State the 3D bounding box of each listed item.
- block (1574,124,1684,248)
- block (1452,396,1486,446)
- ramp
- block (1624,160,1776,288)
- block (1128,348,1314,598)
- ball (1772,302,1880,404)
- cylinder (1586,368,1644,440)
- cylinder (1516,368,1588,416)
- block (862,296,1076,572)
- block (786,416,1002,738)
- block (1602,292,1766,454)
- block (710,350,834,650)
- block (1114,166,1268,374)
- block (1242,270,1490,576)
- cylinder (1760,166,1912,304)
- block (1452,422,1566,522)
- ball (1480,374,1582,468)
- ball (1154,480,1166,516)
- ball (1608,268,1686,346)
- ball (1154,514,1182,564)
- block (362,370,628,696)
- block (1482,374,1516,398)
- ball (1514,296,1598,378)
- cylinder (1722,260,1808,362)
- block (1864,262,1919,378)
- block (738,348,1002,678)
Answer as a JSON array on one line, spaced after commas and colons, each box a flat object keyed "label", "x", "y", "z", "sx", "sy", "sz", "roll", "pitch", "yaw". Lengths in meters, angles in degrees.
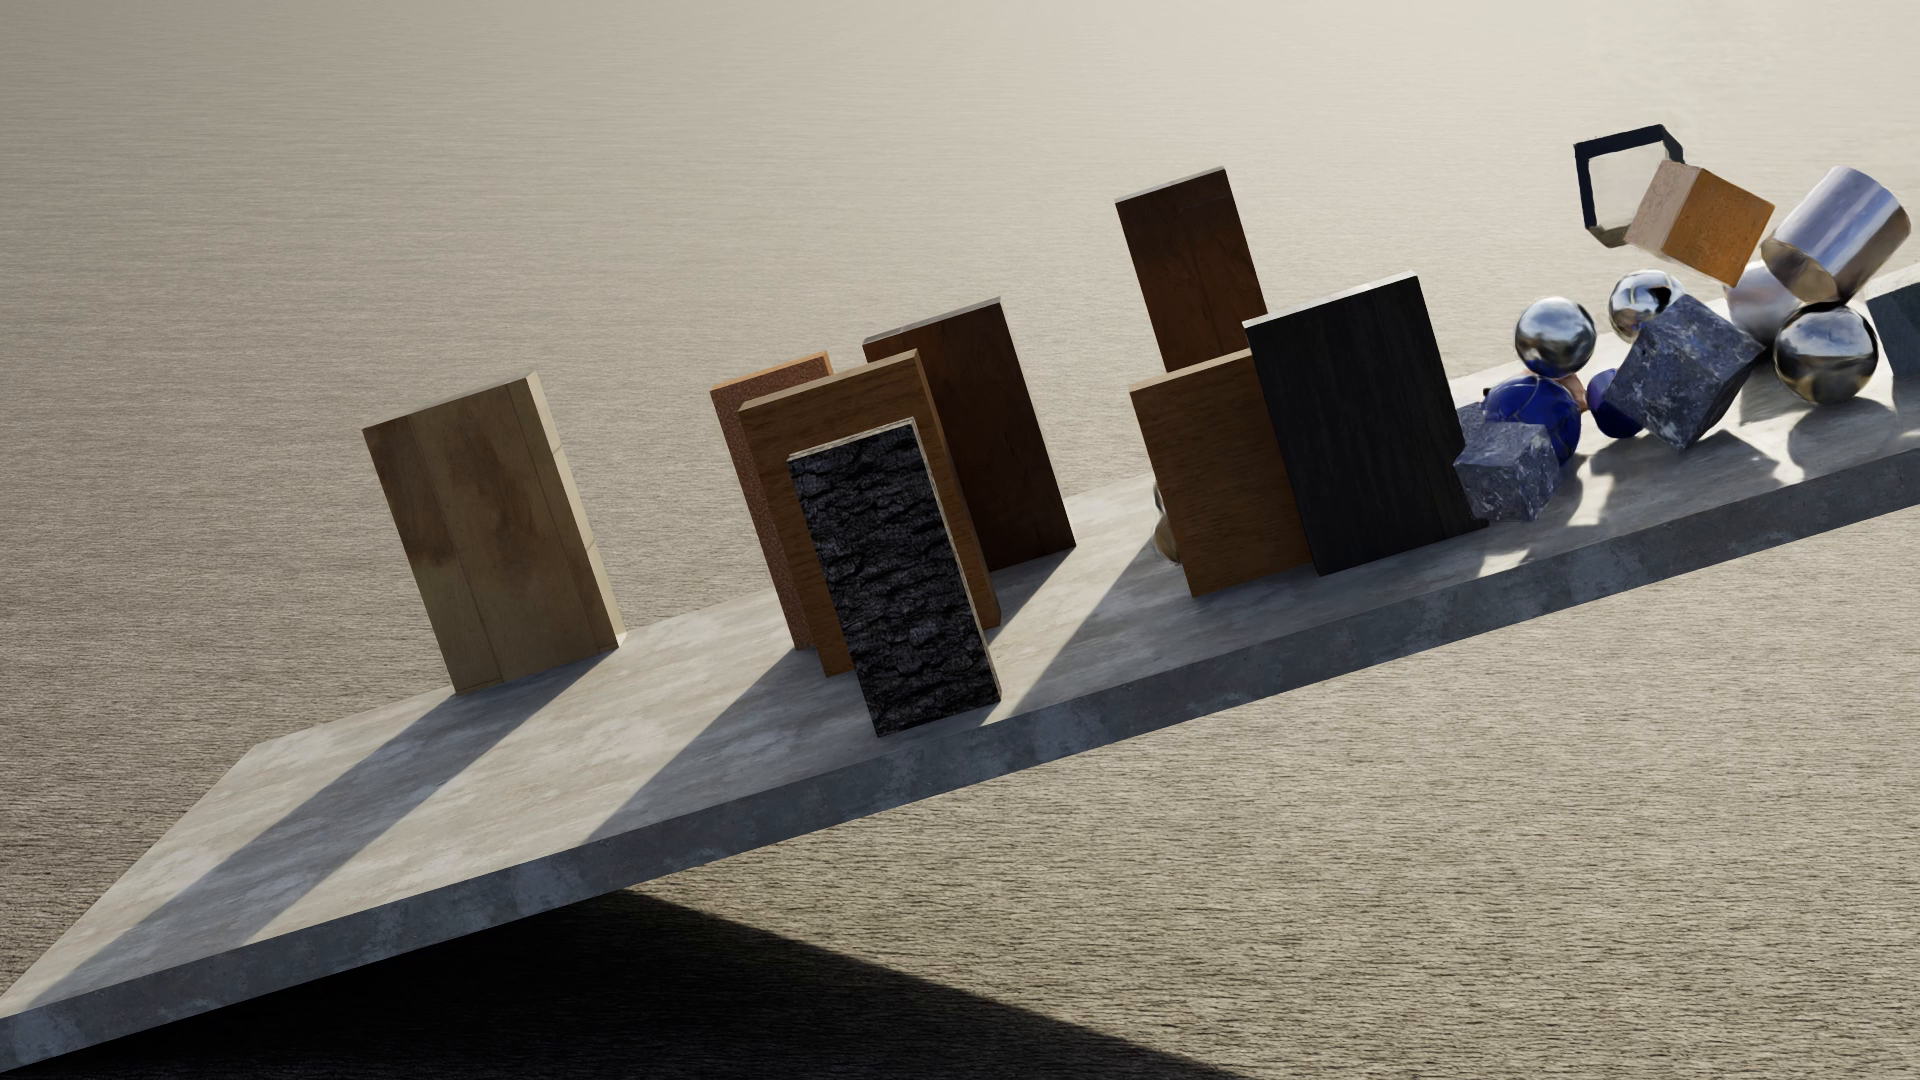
[{"label": "block", "x": 1.464, "y": -0.766, "z": 6.390, "sx": 0.191, "sy": 0.191, "sz": 0.191, "roll": -11, "pitch": -13, "yaw": 26}, {"label": "block", "x": 0.921, "y": -0.151, "z": 5.815, "sx": 0.207, "sy": 0.207, "sz": 0.207, "roll": -20, "pitch": 10, "yaw": -10}, {"label": "ramp", "x": 0.099, "y": 0.184, "z": 6.312, "sx": 4.000, "sy": 0.100, "sz": 2.000, "roll": -17, "pitch": 10, "yaw": 5}, {"label": "block", "x": 1.498, "y": -0.643, "z": 5.967, "sx": 0.182, "sy": 0.182, "sz": 0.182, "roll": 23, "pitch": 7, "yaw": -16}, {"label": "block", "x": 0.589, "y": -0.155, "z": 5.778, "sx": 0.408, "sy": 0.428, "sz": 0.095, "roll": -17, "pitch": 10, "yaw": 5}, {"label": "ball", "x": 1.670, "y": -0.360, "z": 5.674, "sx": 0.197, "sy": 0.197, "sz": 0.197, "roll": 0, "pitch": 11, "yaw": 0}, {"label": "cylinder", "x": 1.335, "y": -0.277, "z": 5.977, "sx": 0.108, "sy": 0.108, "sz": 0.108, "roll": 0, "pitch": 28, "yaw": 0}, {"label": "cylinder", "x": 1.197, "y": -0.285, "z": 6.086, "sx": 0.146, "sy": 0.146, "sz": 0.146, "roll": -39, "pitch": -12, "yaw": 32}, {"label": "block", "x": 0.024, "y": -0.223, "z": 6.667, "sx": 0.324, "sy": 0.580, "sz": 0.123, "roll": -17, "pitch": 10, "yaw": 5}, {"label": "block", "x": -0.120, "y": 0.070, "z": 5.463, "sx": 0.241, "sy": 0.547, "sz": 0.084, "roll": -17, "pitch": 10, "yaw": 5}, {"label": "block", "x": 1.406, "y": -0.325, "z": 5.711, "sx": 0.188, "sy": 0.188, "sz": 0.188, "roll": 39, "pitch": 43, "yaw": 18}, {"label": "block", "x": -0.327, "y": -0.086, "z": 6.470, "sx": 0.260, "sy": 0.606, "sz": 0.095, "roll": -17, "pitch": 10, "yaw": 5}, {"label": "block", "x": 0.587, "y": -0.501, "z": 6.865, "sx": 0.264, "sy": 0.690, "sz": 0.114, "roll": -17, "pitch": 10, "yaw": 5}, {"label": "block", "x": 0.773, "y": -0.221, "z": 5.609, "sx": 0.336, "sy": 0.502, "sz": 0.092, "roll": -17, "pitch": 10, "yaw": 5}, {"label": "cylinder", "x": 1.708, "y": -0.586, "z": 5.739, "sx": 0.202, "sy": 0.202, "sz": 0.202, "roll": -46, "pitch": 23, "yaw": -8}, {"label": "block", "x": 0.993, "y": -0.125, "z": 5.318, "sx": 0.125, "sy": 0.125, "sz": 0.125, "roll": 6, "pitch": 43, "yaw": 44}, {"label": "ball", "x": 1.132, "y": -0.226, "z": 5.856, "sx": 0.208, "sy": 0.208, "sz": 0.208, "roll": 0, "pitch": 11, "yaw": 0}, {"label": "ball", "x": 0.514, "y": -0.105, "z": 6.281, "sx": 0.200, "sy": 0.200, "sz": 0.200, "roll": 0, "pitch": 11, "yaw": 0}, {"label": "ball", "x": 1.446, "y": -0.485, "z": 6.173, "sx": 0.169, "sy": 0.169, "sz": 0.169, "roll": 0, "pitch": 11, "yaw": 0}, {"label": "ball", "x": 0.462, "y": -0.009, "z": 6.099, "sx": 0.118, "sy": 0.118, "sz": 0.118, "roll": 0, "pitch": 11, "yaw": 0}, {"label": "block", "x": -1.138, "y": -0.016, "z": 7.219, "sx": 0.424, "sy": 0.697, "sz": 0.136, "roll": -17, "pitch": 10, "yaw": 5}, {"label": "block", "x": 1.213, "y": -0.288, "z": 6.286, "sx": 0.119, "sy": 0.119, "sz": 0.119, "roll": -22, "pitch": 11, "yaw": -23}, {"label": "ball", "x": 1.177, "y": -0.400, "z": 5.812, "sx": 0.161, "sy": 0.161, "sz": 0.161, "roll": 0, "pitch": 11, "yaw": 0}, {"label": "cylinder", "x": 1.744, "y": -0.498, "z": 6.242, "sx": 0.207, "sy": 0.207, "sz": 0.207, "roll": -15, "pitch": 7, "yaw": 18}, {"label": "block", "x": 1.882, "y": -0.440, "z": 5.760, "sx": 0.166, "sy": 0.166, "sz": 0.166, "roll": -21, "pitch": 10, "yaw": 21}, {"label": "block", "x": -0.184, "y": -0.056, "z": 6.120, "sx": 0.379, "sy": 0.587, "sz": 0.134, "roll": -17, "pitch": 10, "yaw": 5}]
